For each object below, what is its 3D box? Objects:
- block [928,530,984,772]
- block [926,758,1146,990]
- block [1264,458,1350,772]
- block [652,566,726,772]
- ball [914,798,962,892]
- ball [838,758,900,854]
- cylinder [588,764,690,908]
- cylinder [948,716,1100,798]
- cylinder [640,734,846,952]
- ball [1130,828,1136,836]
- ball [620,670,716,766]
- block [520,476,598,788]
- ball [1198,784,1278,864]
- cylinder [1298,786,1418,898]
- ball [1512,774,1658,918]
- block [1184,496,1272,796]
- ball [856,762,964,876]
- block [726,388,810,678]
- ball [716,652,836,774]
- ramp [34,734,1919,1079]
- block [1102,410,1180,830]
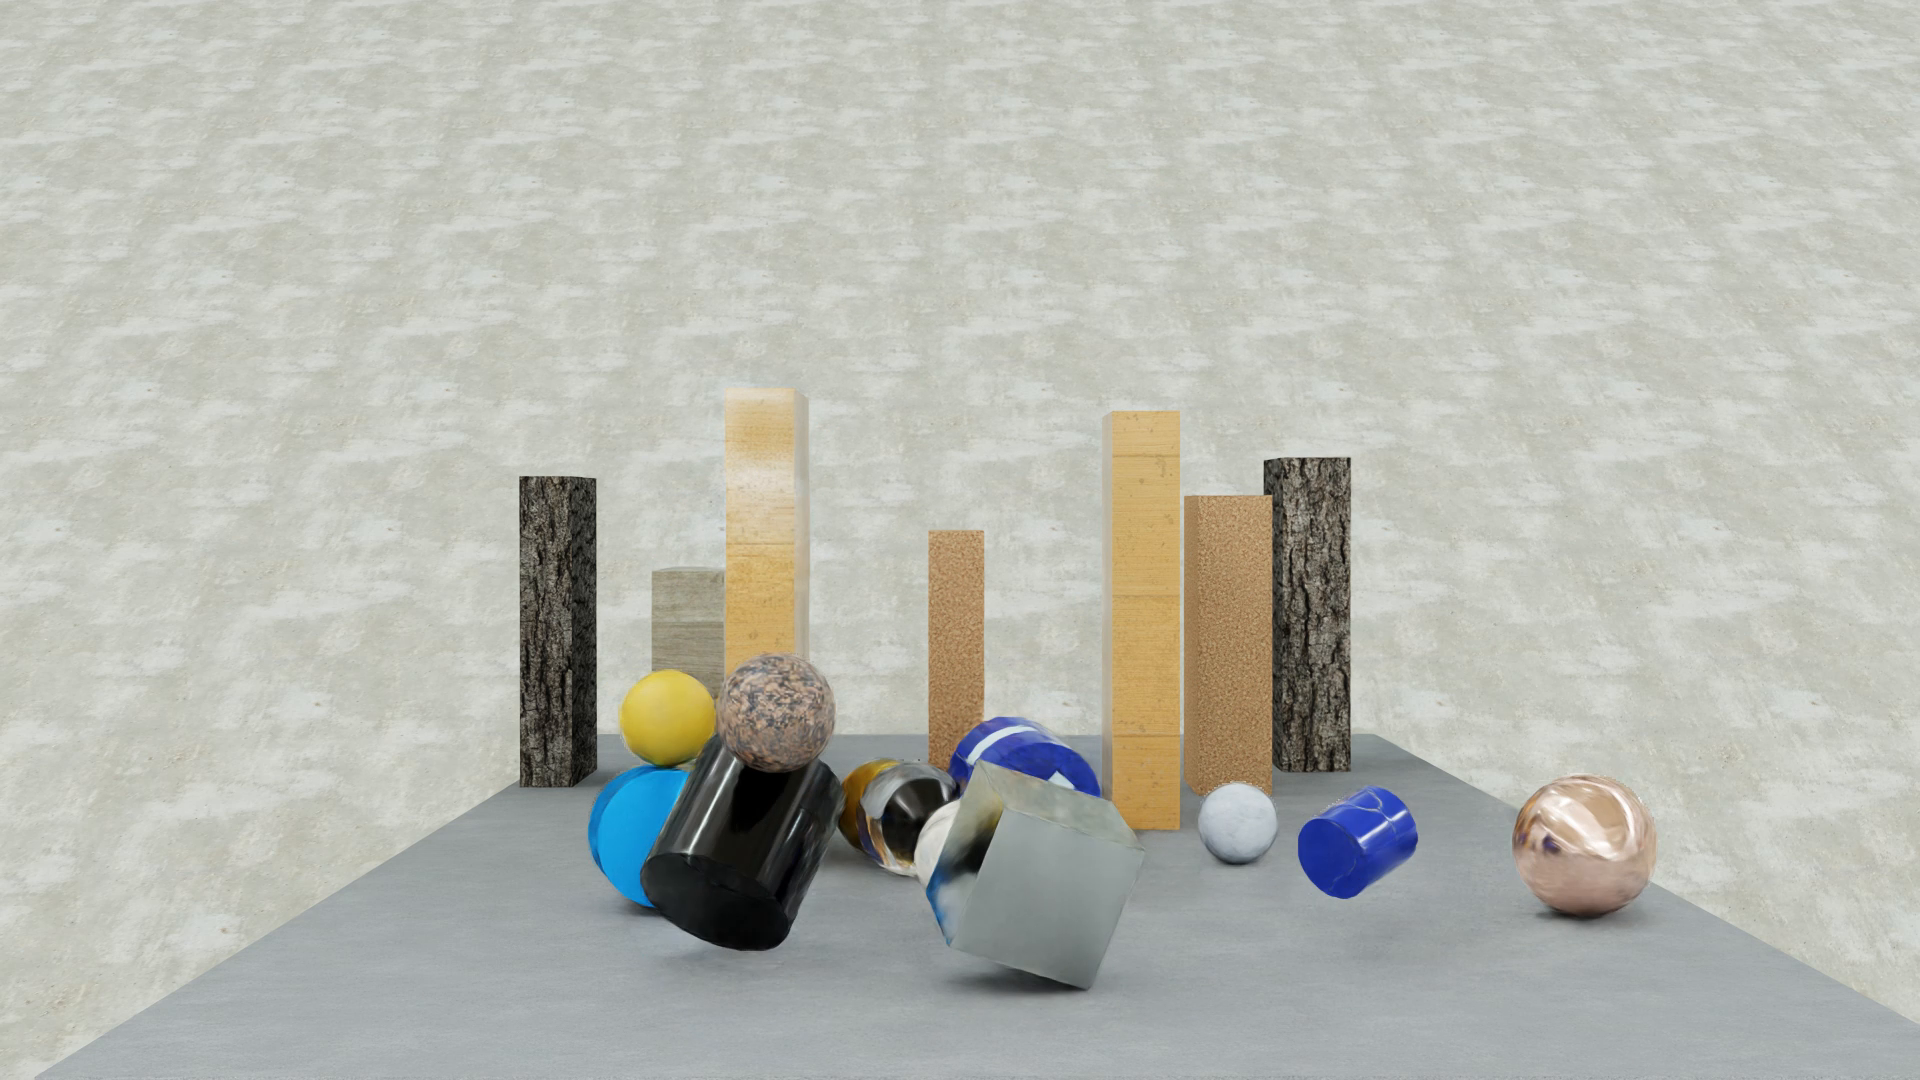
[{"bbox_3d":[-0.007,0.250,4.757,0.099,0.535,0.379,0,1,0],"label":"block"},{"bbox_3d":[0.088,0.402,3.123,0.182,0.182,0.182,19,10,-13],"label":"block"},{"bbox_3d":[0.778,0.161,5.819,0.148,0.687,0.361,0,1,0],"label":"block"},{"bbox_3d":[-0.544,0.285,5.366,0.145,0.451,0.406,0,1,0],"label":"block"},{"bbox_3d":[0.020,0.446,3.635,0.167,0.167,0.167,0,28,0],"label":"ball"},{"bbox_3d":[-0.125,0.442,4.256,0.163,0.163,0.163,0,28,0],"label":"ball"},{"bbox_3d":[-0.433,0.426,3.736,0.195,0.195,0.195,-7,-1,-12],"label":"cylinder"},{"bbox_3d":[0.101,0.401,4.146,0.201,0.201,0.201,-7,10,-13],"label":"cylinder"},{"bbox_3d":[-0.279,0.388,3.342,0.204,0.204,0.204,10,49,18],"label":"cylinder"},{"bbox_3d":[0.213,0.469,3.888,0.115,0.115,0.115,0,28,0],"label":"ball"},{"bbox_3d":[-0.423,0.259,3.747,0.140,0.140,0.140,0,28,0],"label":"ball"},{"bbox_3d":[-0.856,0.188,5.520,0.108,0.643,0.372,0,1,0],"label":"block"},{"bbox_3d":[0.450,0.459,4.188,0.129,0.129,0.129,0,28,0],"label":"ball"},{"bbox_3d":[0.533,0.405,3.465,0.114,0.114,0.114,24,33,37],"label":"cylinder"},{"bbox_3d":[0.877,0.430,3.633,0.199,0.199,0.199,0,28,0],"label":"ball"},{"bbox_3d":[0.551,0.209,5.333,0.149,0.602,0.319,0,1,0],"label":"block"},{"bbox_3d":[-0.073,0.436,4.044,0.178,0.178,0.178,0,28,0],"label":"ball"},{"bbox_3d":[-0.318,0.139,4.306,0.109,0.766,0.412,0,1,0],"label":"block"},{"bbox_3d":[-0.231,0.217,3.248,0.152,0.152,0.152,0,28,0],"label":"ball"},{"bbox_3d":[0.063,0.569,4.610,2.000,0.100,4.000,0,1,0],"label":"ramp"},{"bbox_3d":[0.333,0.142,4.787,0.121,0.749,0.336,0,1,0],"label":"block"}]
